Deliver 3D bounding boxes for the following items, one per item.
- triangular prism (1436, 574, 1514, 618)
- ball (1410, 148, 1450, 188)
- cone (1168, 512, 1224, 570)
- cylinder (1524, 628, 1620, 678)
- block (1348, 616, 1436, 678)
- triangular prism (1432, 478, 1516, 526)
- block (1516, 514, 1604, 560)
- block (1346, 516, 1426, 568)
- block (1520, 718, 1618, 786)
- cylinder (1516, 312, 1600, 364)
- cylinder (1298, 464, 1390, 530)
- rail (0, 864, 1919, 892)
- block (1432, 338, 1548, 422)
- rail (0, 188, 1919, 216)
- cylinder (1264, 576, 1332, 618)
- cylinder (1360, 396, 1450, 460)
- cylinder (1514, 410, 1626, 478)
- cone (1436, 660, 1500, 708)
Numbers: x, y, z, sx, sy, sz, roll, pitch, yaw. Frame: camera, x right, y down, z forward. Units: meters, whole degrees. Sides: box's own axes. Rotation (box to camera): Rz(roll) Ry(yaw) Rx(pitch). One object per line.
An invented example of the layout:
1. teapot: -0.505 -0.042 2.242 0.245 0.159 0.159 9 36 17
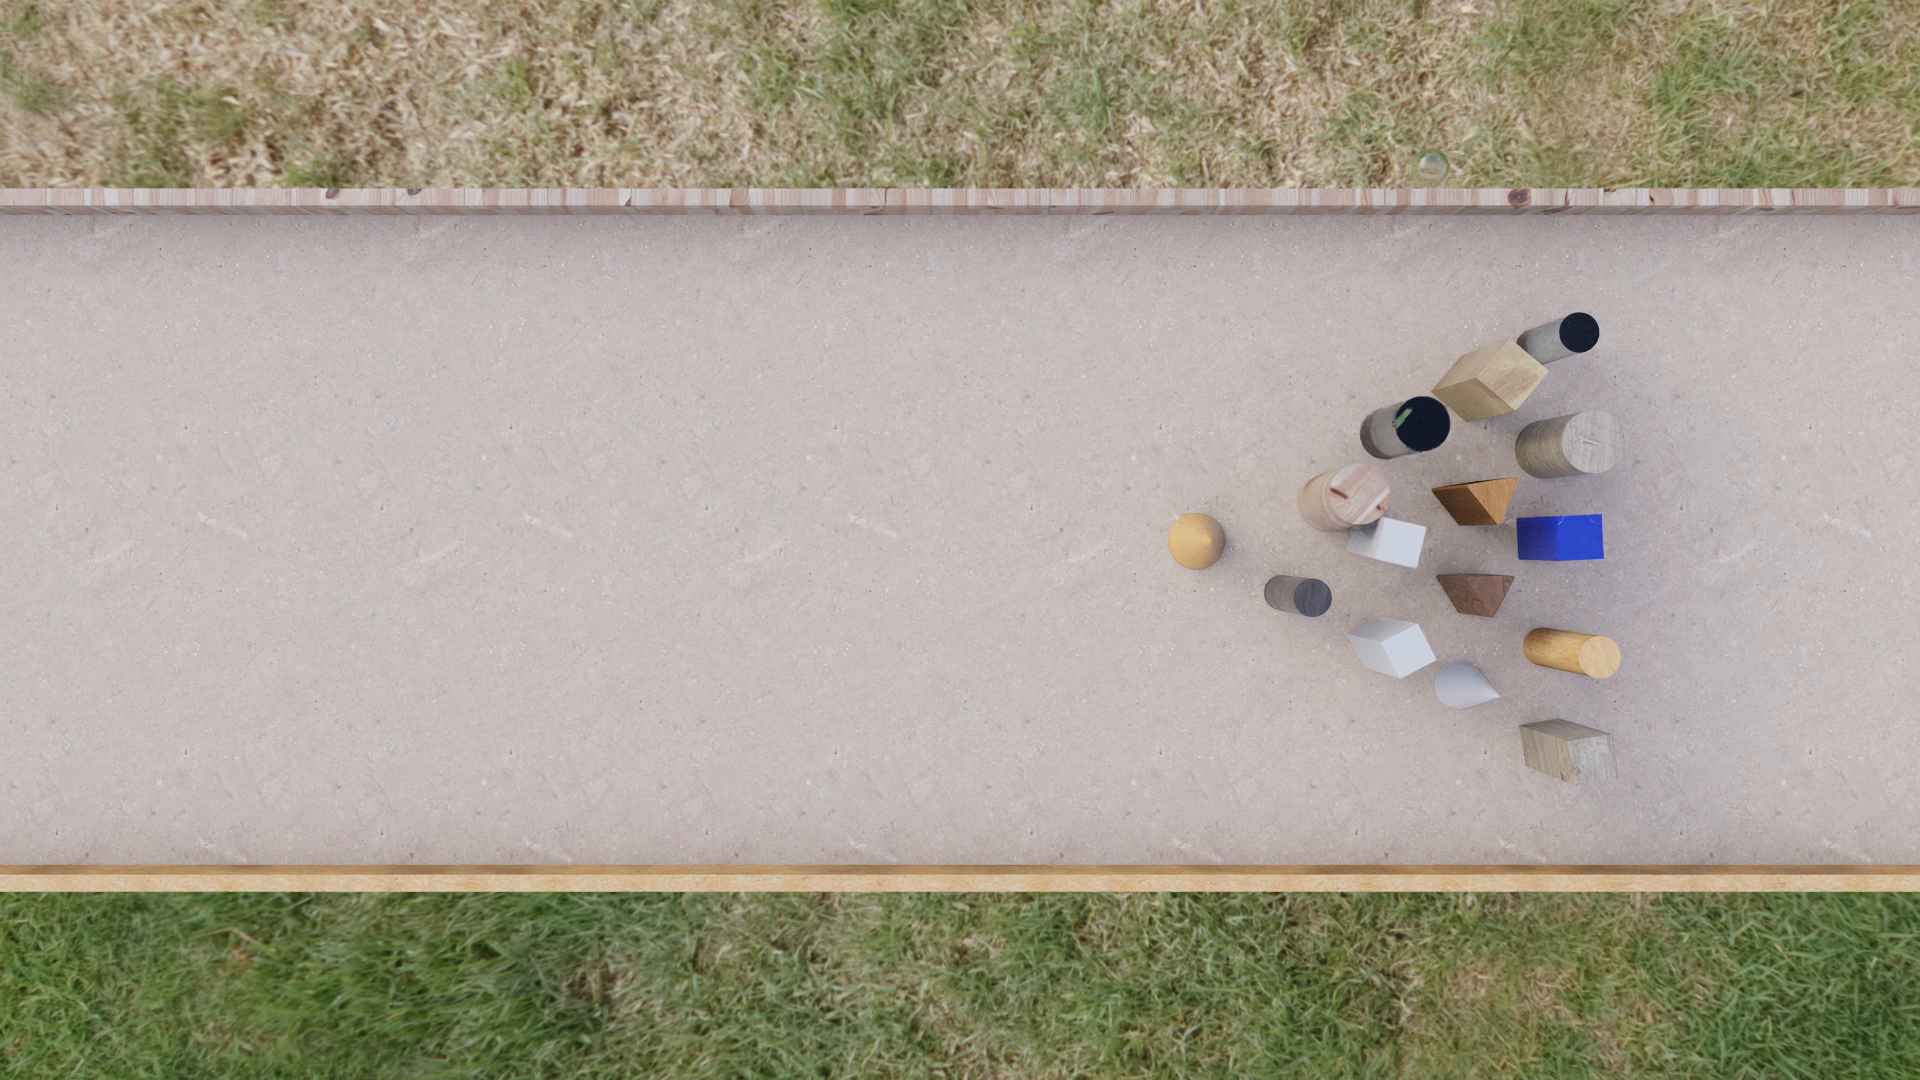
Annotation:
1. triangular prism: 1.551 0.136 4.919 0.117 0.316 0.135 -32 90 0
2. ball: 2.228 -1.765 7.829 0.182 0.182 0.182 0 90 0
3. cone: 0.728 0.004 4.924 0.175 0.305 0.175 0 90 0
4. cylinder: 1.792 0.328 4.848 0.118 0.457 0.118 0 90 0
5. block: 1.268 0.314 4.867 0.116 0.420 0.116 -27 90 0
6. triangular prism: 1.544 -0.139 4.894 0.124 0.365 0.143 -39 90 0
7. block: 1.780 -0.007 4.904 0.129 0.345 0.129 -3 90 0
8. block: 1.255 -0.002 4.873 0.120 0.399 0.120 13 93 1
9. block: 1.793 0.622 4.873 0.127 0.407 0.127 -10 90 0
10. cylinder: 1.768 -0.592 4.892 0.116 0.368 0.116 0 90 0
11. cylinder: 1.135 -0.124 4.896 0.176 0.350 0.176 0 87 -3
12. rail: -2.247 1.025 5.001 12.000 0.150 0.050 0 90 0
13. block: 1.551 -0.465 4.852 0.146 0.448 0.146 40 90 0
14. rail: -2.247 -1.025 5.002 12.000 0.150 0.050 0 90 0
15. cylinder: 0.990 0.162 4.853 0.109 0.448 0.109 0 90 0
16. cylinder: 1.308 -0.327 4.868 0.157 0.417 0.157 0 90 0
17. cylinder: 1.798 -0.279 4.878 0.180 0.396 0.180 0 90 0
18. cone: 1.536 0.446 4.882 0.149 0.389 0.149 0 90 0
